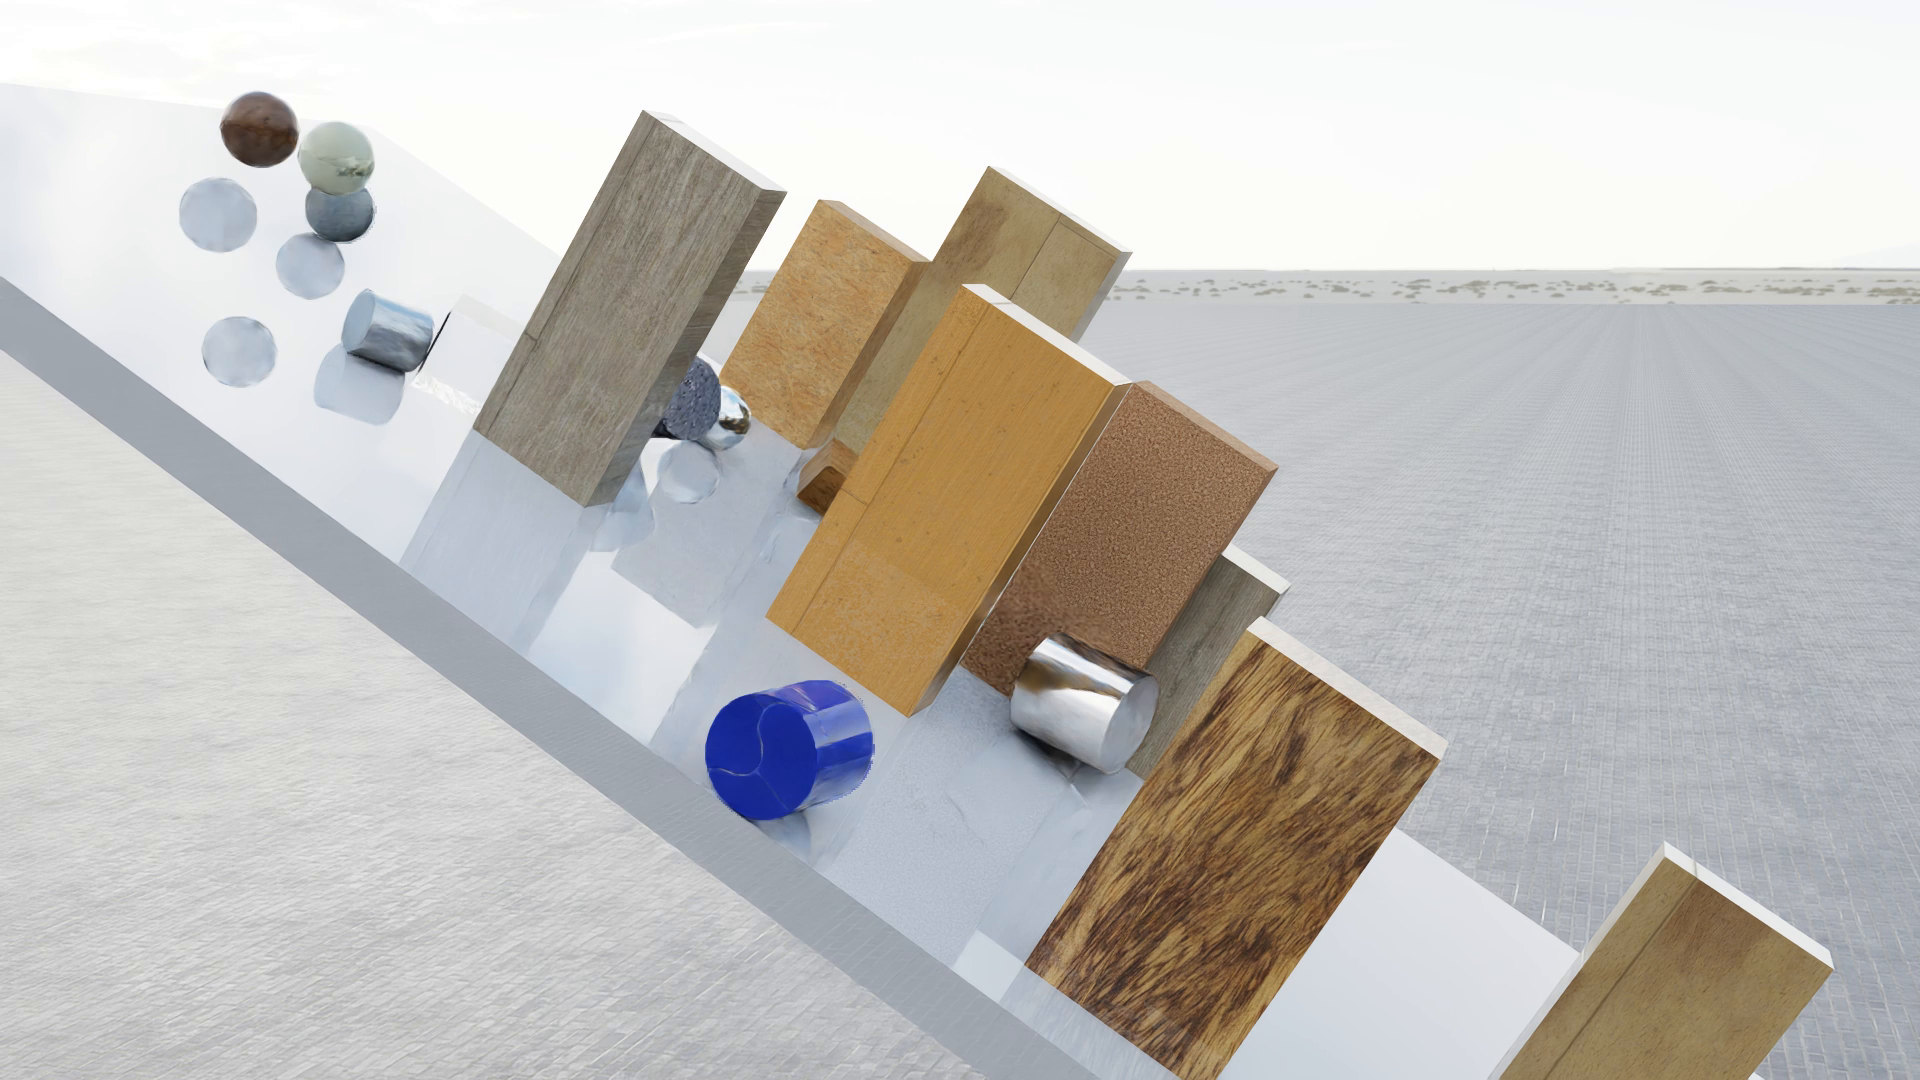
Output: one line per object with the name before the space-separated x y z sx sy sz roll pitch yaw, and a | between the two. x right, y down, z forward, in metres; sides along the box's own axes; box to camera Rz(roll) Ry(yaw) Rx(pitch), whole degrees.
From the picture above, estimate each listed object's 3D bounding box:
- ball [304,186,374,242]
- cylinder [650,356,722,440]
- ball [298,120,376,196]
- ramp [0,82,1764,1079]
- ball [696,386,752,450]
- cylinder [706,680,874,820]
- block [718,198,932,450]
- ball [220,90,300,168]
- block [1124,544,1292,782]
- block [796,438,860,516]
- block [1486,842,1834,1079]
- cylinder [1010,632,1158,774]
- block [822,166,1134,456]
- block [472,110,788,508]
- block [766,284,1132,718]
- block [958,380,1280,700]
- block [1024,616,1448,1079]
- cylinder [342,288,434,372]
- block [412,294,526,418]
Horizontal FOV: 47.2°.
ball | -1.246 -0.665 4.415 0.135 0.135 0.135 0 7 0
cylinder | -0.581 -0.280 4.296 0.163 0.163 0.163 6 9 41
ball | -1.176 -0.721 4.152 0.142 0.142 0.142 0 7 0
ramp | -0.149 0.247 4.110 4.000 0.100 2.000 34 15 11
ball | -0.500 -0.253 4.566 0.135 0.135 0.135 0 7 0
cylinder | -0.245 0.301 3.185 0.180 0.180 0.180 3 4 23
block | -0.313 -0.487 4.979 0.261 0.498 0.141 34 15 11
ball | -1.426 -0.837 4.480 0.157 0.157 0.157 0 7 0
block | 0.400 0.207 4.248 0.259 0.451 0.141 34 15 11
block | -0.260 -0.122 4.569 0.107 0.107 0.107 38 29 -20
block | 0.942 0.769 3.158 0.266 0.631 0.089 34 15 11
cylinder | 0.229 0.298 4.040 0.196 0.196 0.196 26 19 27
block | 0.016 -0.375 4.722 0.339 0.779 0.114 34 15 11
block | -0.585 -0.403 3.873 0.259 0.650 0.119 34 15 11
block | -0.024 -0.068 3.831 0.315 0.688 0.134 34 15 11
block | 0.298 0.050 4.180 0.300 0.642 0.122 34 15 11
block | 0.391 0.451 3.150 0.317 0.601 0.124 34 15 11
cylinder | -1.027 -0.375 3.949 0.118 0.118 0.118 20 -7 -38
block | -0.885 -0.332 4.019 0.154 0.154 0.154 28 15 -12
